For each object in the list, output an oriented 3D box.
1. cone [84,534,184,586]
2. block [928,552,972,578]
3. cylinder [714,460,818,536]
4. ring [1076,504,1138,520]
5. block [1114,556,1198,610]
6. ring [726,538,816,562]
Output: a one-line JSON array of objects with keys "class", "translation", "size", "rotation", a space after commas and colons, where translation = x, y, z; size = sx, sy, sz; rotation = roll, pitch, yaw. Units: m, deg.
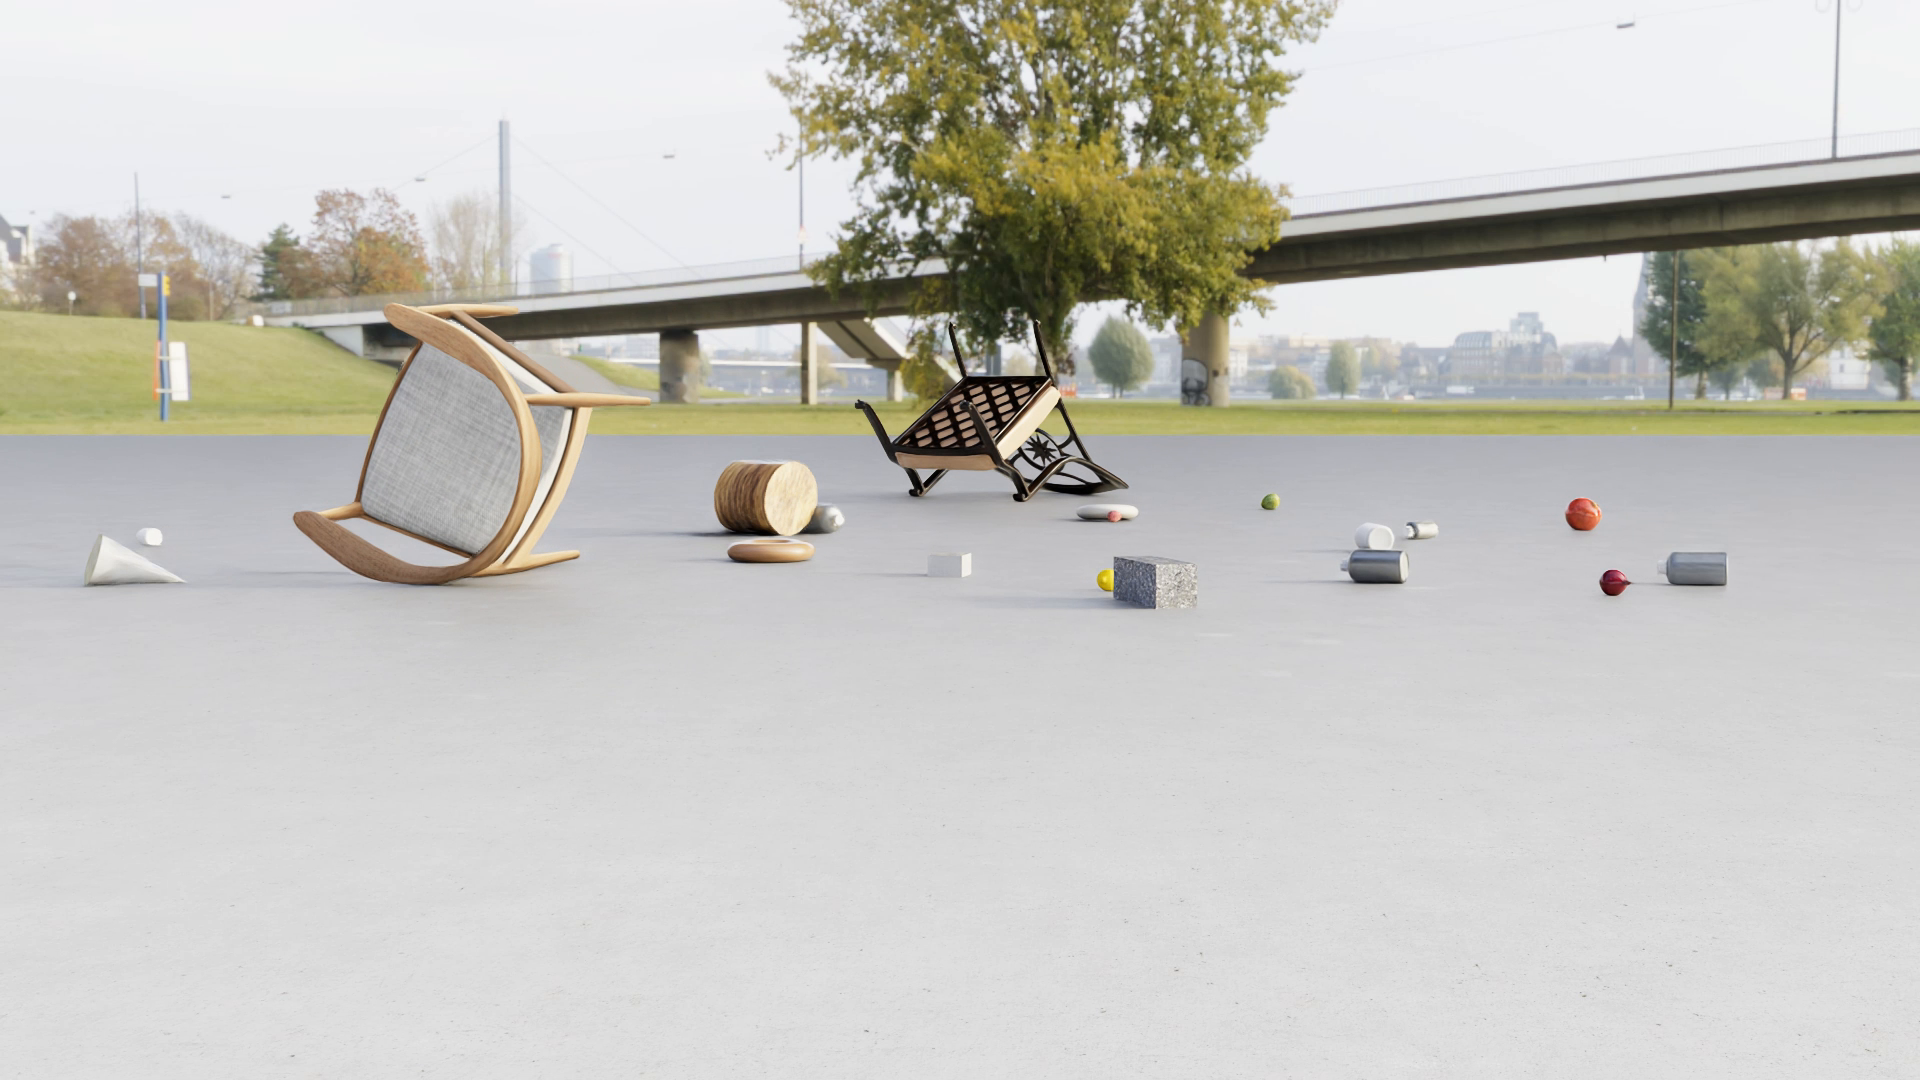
[{"class": "cone", "translation": [-1.887, 0.072, 5.064], "size": [0.212, 0.117, 0.143], "rotation": [17, -37, -29]}, {"class": "block", "translation": [-0.026, 0.060, 5.306], "size": [0.085, 0.051, 0.107], "rotation": [1, 4, 12]}, {"class": "cylinder", "translation": [-0.606, -0.132, 6.838], "size": [0.253, 0.228, 0.203], "rotation": [4, -19, 46]}, {"class": "ring", "translation": [0.505, -0.096, 7.544], "size": [0.211, 0.046, 0.230], "rotation": [-1, -1, 22]}, {"class": "block", "translation": [0.408, 0.087, 4.611], "size": [0.091, 0.091, 0.239], "rotation": [-1, 4, -17]}, {"class": "ring", "translation": [-0.495, 0.028, 5.769], "size": [0.222, 0.051, 0.242], "rotation": [4, 6, 41]}]
